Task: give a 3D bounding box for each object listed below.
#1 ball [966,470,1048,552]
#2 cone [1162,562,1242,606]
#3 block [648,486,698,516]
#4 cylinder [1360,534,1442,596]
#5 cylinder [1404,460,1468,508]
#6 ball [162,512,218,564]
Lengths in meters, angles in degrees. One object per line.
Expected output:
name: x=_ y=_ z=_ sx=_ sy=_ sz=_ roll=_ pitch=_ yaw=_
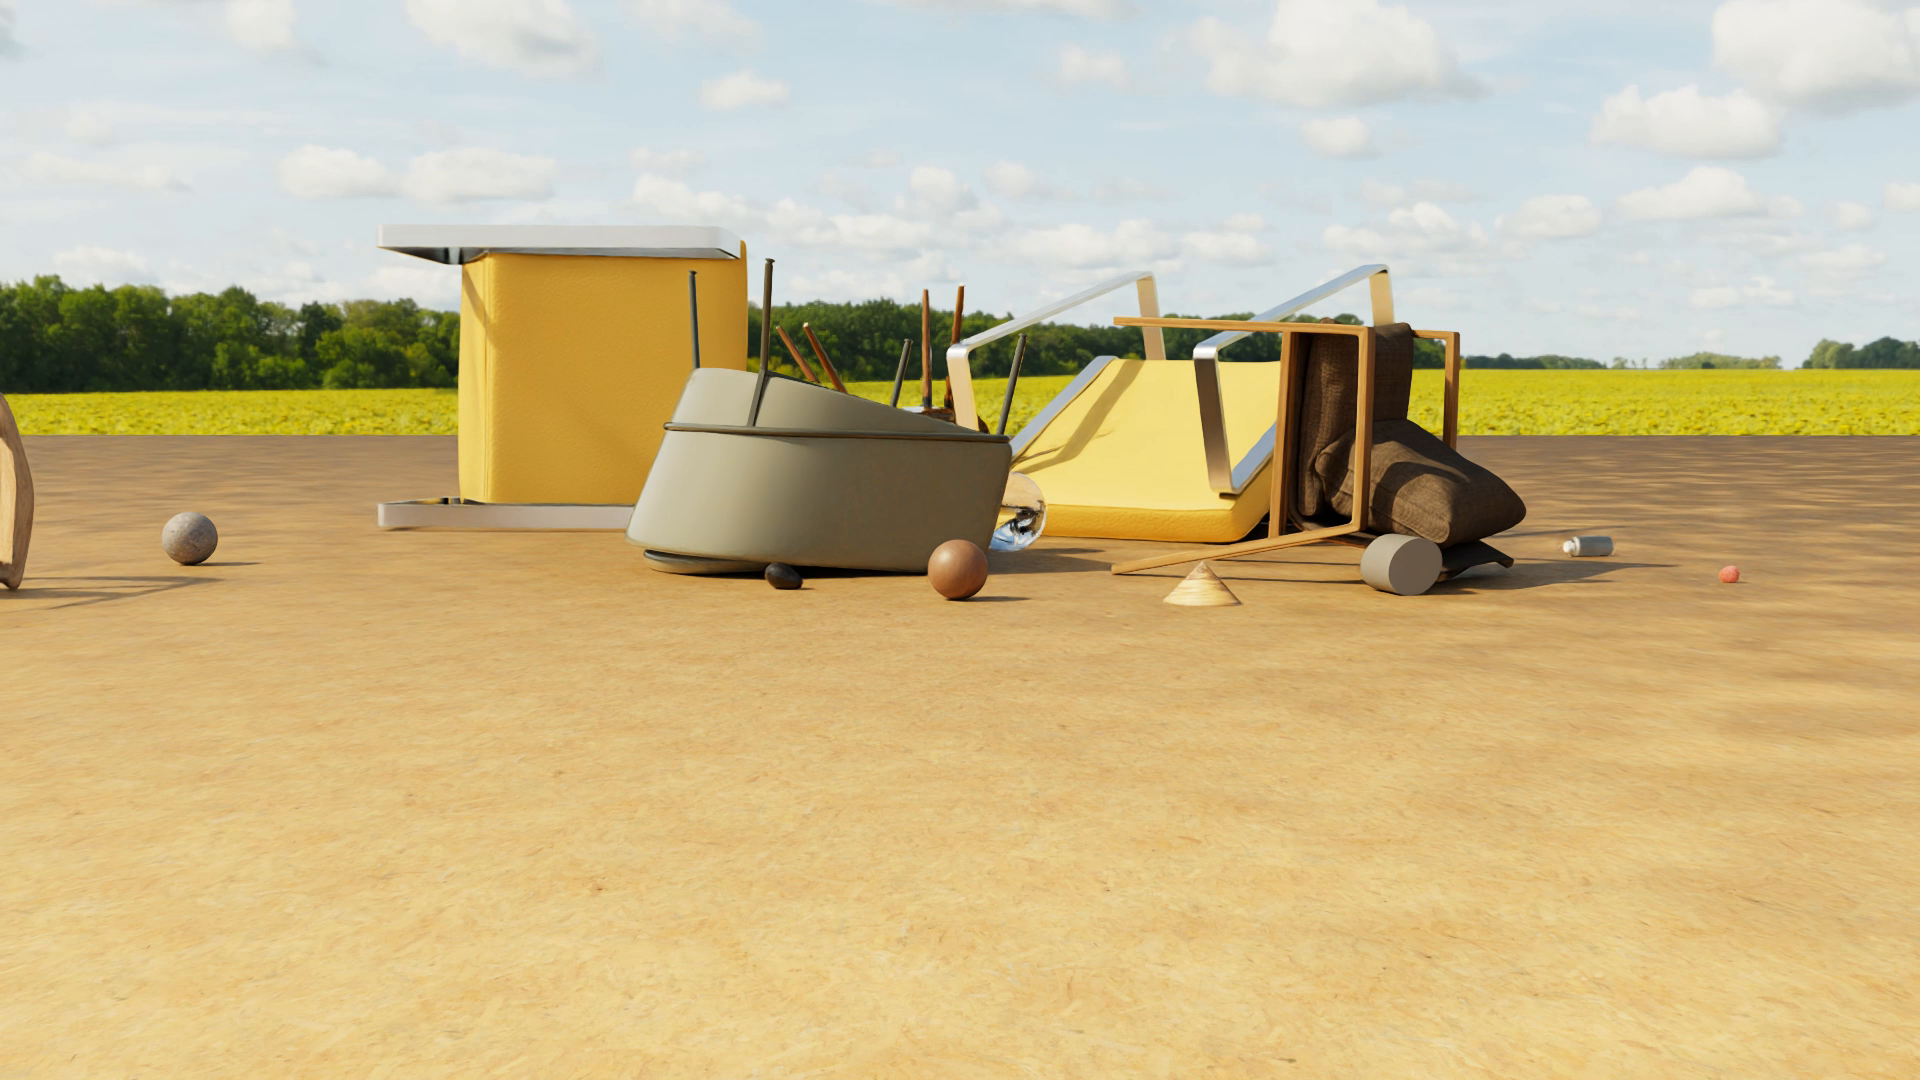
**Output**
ball: x=0.129 y=-0.078 z=6.048 sx=0.224 sy=0.224 sz=0.224 roll=0 pitch=4 yaw=0
cone: x=0.510 y=0.088 z=4.624 sx=0.146 sy=0.088 sz=0.191 roll=-3 pitch=5 yaw=-38
block: x=-1.023 y=-0.139 z=7.830 sx=0.126 sy=0.070 sz=0.124 roll=18 pitch=10 yaw=19
cylinder: x=0.972 y=0.054 z=4.850 sx=0.114 sy=0.137 sz=0.152 roll=45 pitch=-6 yaw=-12
cylinder: x=1.799 y=-0.212 z=8.314 sx=0.185 sy=0.181 sz=0.172 roll=2 pitch=10 yaw=32
ball: x=-1.967 y=-0.004 z=5.618 sx=0.136 sy=0.136 sz=0.136 roll=0 pitch=4 yaw=0
